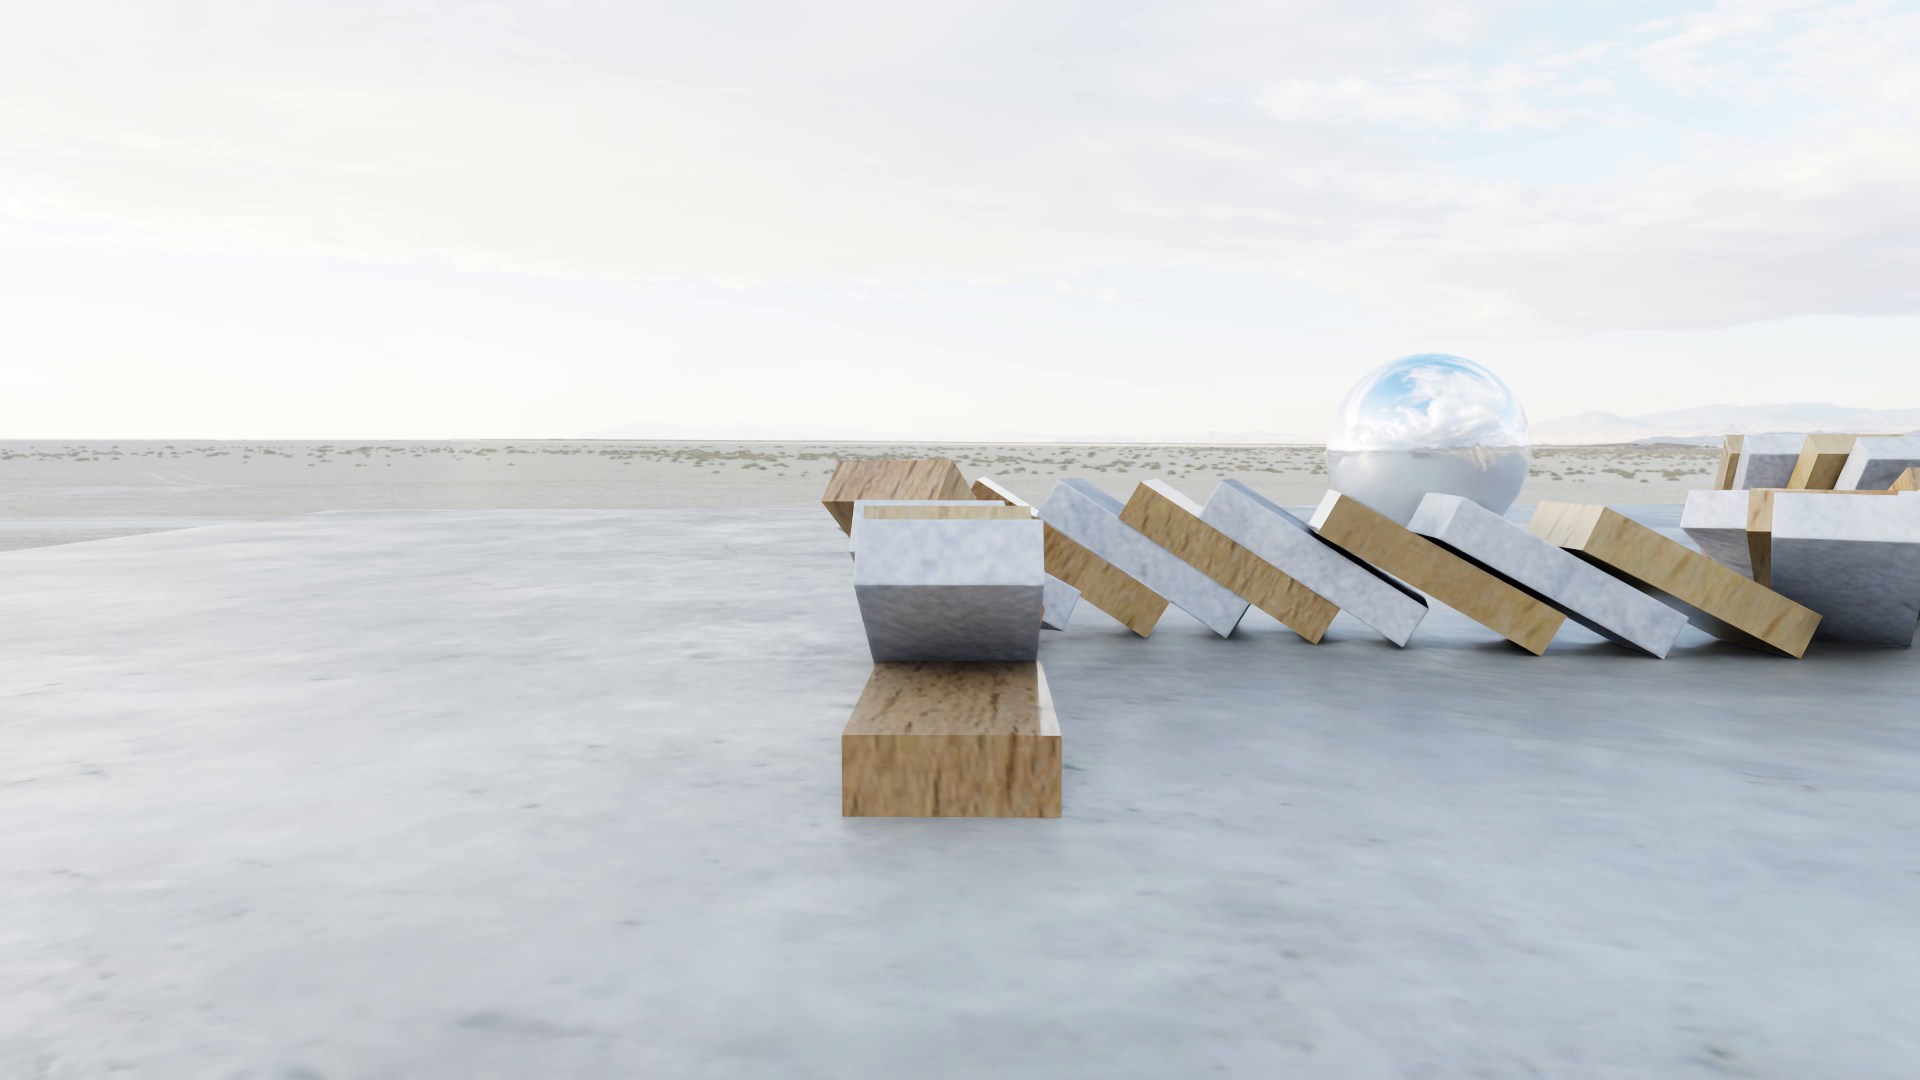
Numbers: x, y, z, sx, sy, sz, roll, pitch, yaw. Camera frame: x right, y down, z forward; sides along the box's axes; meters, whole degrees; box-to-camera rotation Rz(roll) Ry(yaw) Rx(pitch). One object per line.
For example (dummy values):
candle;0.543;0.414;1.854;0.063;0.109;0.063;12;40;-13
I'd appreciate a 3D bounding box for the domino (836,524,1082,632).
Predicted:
domino;-0.001;0.004;0.281;0.050;0.010;0.025;28;-9;-14

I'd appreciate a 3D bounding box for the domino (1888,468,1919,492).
domino;0.269;-0.003;0.360;0.025;0.010;0.050;1;-30;11

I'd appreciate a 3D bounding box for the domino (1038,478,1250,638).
domino;0.044;0.003;0.295;0.050;0.010;0.025;34;12;13

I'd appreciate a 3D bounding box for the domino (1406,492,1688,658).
domino;0.120;0.007;0.266;0.050;0.009;0.025;29;6;2

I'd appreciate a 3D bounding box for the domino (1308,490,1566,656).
domino;0.099;0.006;0.271;0.050;0.009;0.025;30;9;7

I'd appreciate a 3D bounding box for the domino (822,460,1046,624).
domino;-0.004;0.004;0.255;0.025;0.010;0.050;1;-35;29

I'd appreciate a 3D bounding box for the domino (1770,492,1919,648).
domino;0.178;0.007;0.258;0.025;0.010;0.050;3;-24;33

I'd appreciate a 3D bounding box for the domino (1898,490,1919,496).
domino;0.237;0.003;0.313;0.050;0.010;0.025;32;-18;-38

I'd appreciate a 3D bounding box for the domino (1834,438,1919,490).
domino;0.270;-0.008;0.377;0.025;0.050;0.010;1;45;11

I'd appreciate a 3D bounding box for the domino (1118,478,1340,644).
domino;0.061;0.004;0.288;0.050;0.010;0.025;34;13;12

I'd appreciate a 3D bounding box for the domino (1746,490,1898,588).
domino;0.186;0.005;0.276;0.025;0.009;0.050;2;-25;36

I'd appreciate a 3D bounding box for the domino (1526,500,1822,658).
domino;0.146;0.008;0.265;0.050;0.009;0.025;26;3;-4

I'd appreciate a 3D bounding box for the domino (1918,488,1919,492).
domino;0.265;-0.001;0.343;0.025;0.009;0.050;1;-30;13

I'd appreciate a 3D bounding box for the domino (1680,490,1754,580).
domino;0.193;0.004;0.299;0.050;0.009;0.025;30;-16;-32

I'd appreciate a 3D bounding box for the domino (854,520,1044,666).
domino;-0.001;0.012;0.193;0.025;0.010;0.050;0;-24;1

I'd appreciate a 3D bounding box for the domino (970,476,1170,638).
domino;0.023;0.003;0.294;0.050;0.010;0.025;33;6;2

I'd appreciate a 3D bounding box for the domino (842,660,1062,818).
domino;-0.001;0.025;0.171;0.025;0.010;0.050;0;4;1

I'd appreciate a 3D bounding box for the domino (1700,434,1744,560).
domino;0.260;-0.012;0.418;0.025;0.050;0.010;1;42;19

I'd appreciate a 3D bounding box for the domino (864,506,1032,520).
domino;-0.001;0.010;0.212;0.025;0.009;0.050;0;-26;2

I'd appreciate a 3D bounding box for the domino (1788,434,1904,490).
domino;0.266;-0.009;0.391;0.025;0.050;0.010;1;42;11

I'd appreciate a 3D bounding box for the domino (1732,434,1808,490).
domino;0.259;-0.011;0.406;0.025;0.050;0.010;1;42;19

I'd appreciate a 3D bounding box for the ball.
ball;0.193;-0.037;0.531;0.080;0.080;0.080;0;4;0

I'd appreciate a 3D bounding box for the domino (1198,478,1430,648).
domino;0.077;0.004;0.282;0.050;0.010;0.025;34;13;13

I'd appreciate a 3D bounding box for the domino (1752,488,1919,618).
domino;0.213;0.003;0.308;0.050;0.009;0.025;30;-12;-29

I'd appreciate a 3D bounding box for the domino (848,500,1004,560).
domino;-0.003;0.009;0.233;0.025;0.009;0.050;1;-26;8
